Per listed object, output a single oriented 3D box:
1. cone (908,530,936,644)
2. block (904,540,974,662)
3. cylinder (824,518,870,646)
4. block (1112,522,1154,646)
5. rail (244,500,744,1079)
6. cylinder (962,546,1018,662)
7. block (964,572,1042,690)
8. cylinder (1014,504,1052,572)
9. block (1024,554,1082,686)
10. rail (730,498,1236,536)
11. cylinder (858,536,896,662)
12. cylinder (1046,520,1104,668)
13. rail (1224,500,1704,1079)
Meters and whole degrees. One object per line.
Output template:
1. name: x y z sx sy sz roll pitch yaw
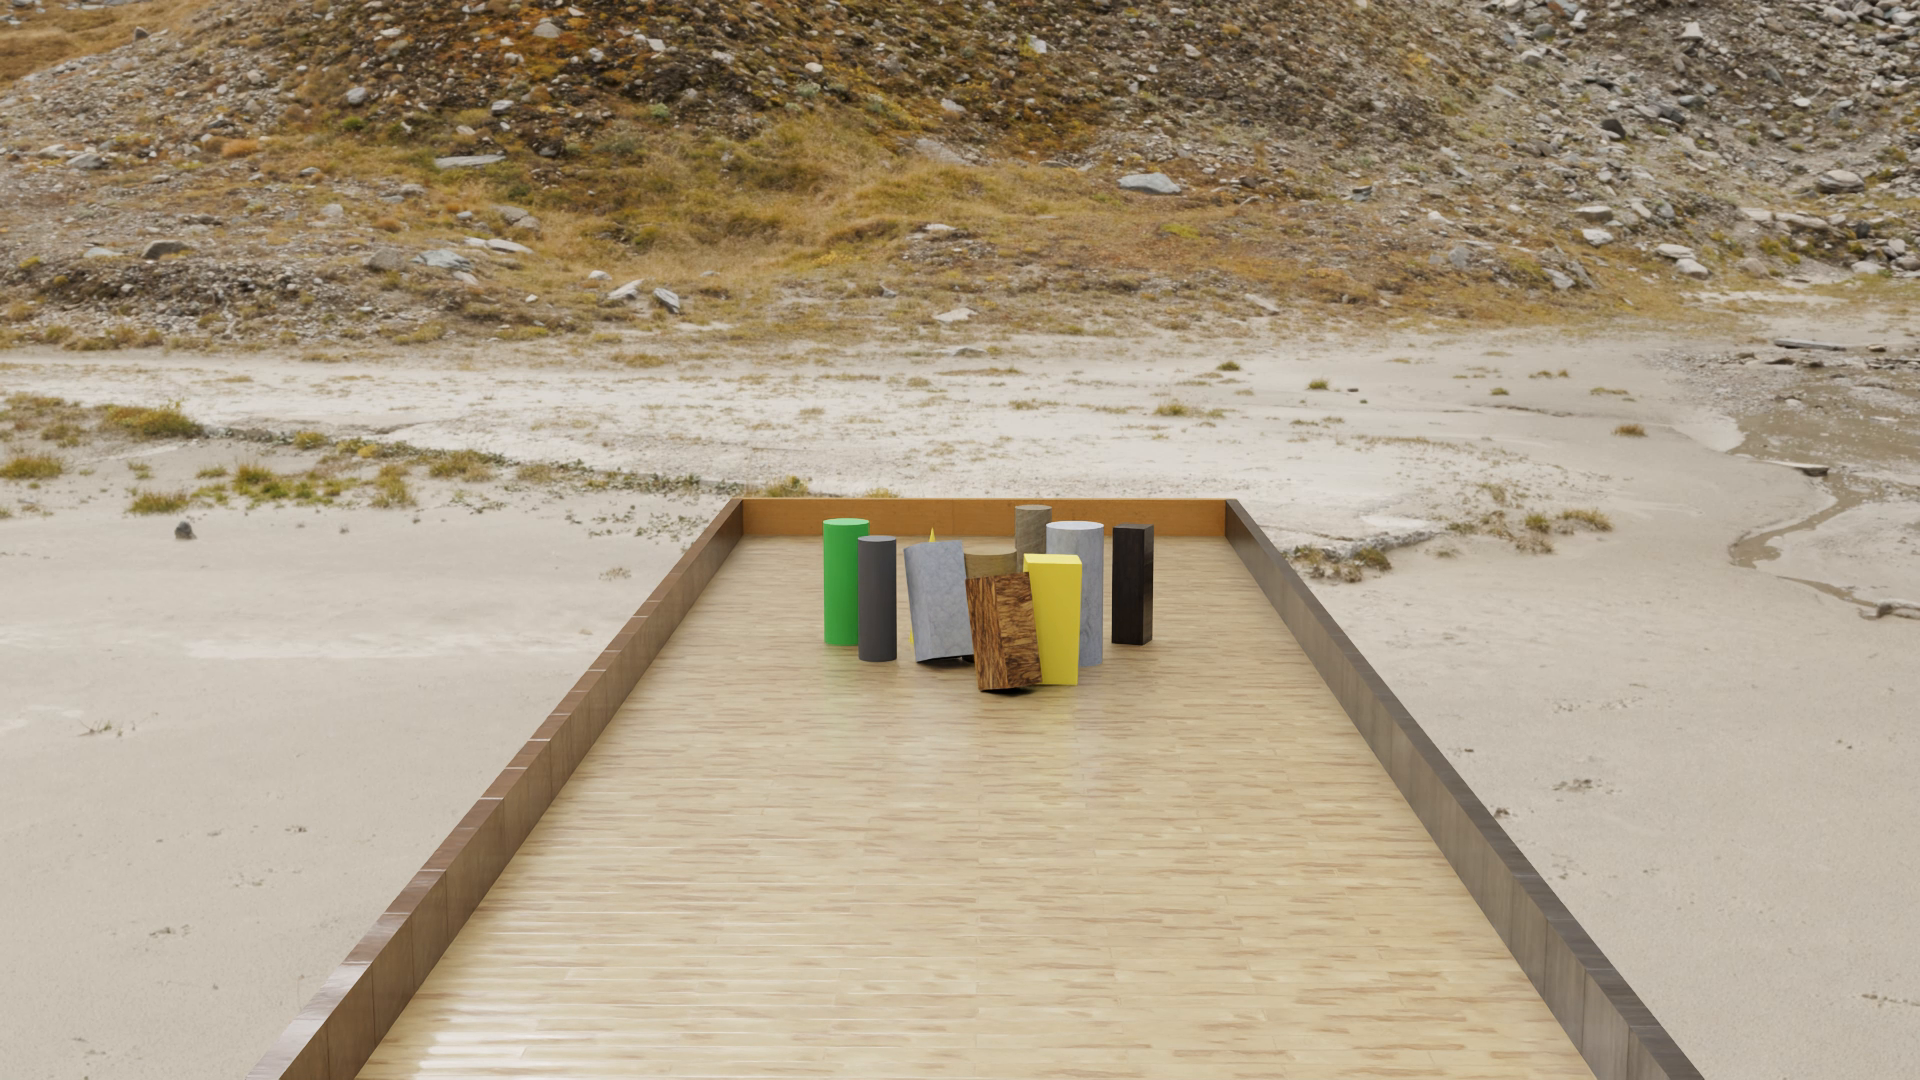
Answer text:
1. cone: -0.087 0.139 6.962 0.151 0.367 0.151 0 9 0
2. block: -0.064 0.185 6.654 0.138 0.347 0.138 -4 -6 -23
3. cylinder: -0.359 0.131 6.958 0.145 0.383 0.145 0 9 0
4. block: 0.546 0.139 6.952 0.104 0.370 0.104 4 10 21
5. rail: -1.004 0.839 3.234 0.050 0.150 12.000 0 9 1
6. cylinder: 0.089 0.196 6.701 0.172 0.333 0.172 -1 9 0
7. block: 0.124 0.260 6.281 0.131 0.319 0.131 -6 -1 -40
8. cylinder: 0.230 0.111 6.933 0.116 0.432 0.116 0 9 0
9. block: 0.263 0.230 6.408 0.157 0.355 0.157 1 9 -2
10. rail: 0.099 -0.098 9.147 2.100 0.150 0.050 0 9 1
11. cylinder: -0.252 0.178 6.702 0.118 0.370 0.118 0 9 0
12. cylinder: 0.346 0.162 6.653 0.173 0.418 0.173 0 9 0
13. rail: 1.046 0.843 3.208 0.050 0.150 12.000 0 9 1
